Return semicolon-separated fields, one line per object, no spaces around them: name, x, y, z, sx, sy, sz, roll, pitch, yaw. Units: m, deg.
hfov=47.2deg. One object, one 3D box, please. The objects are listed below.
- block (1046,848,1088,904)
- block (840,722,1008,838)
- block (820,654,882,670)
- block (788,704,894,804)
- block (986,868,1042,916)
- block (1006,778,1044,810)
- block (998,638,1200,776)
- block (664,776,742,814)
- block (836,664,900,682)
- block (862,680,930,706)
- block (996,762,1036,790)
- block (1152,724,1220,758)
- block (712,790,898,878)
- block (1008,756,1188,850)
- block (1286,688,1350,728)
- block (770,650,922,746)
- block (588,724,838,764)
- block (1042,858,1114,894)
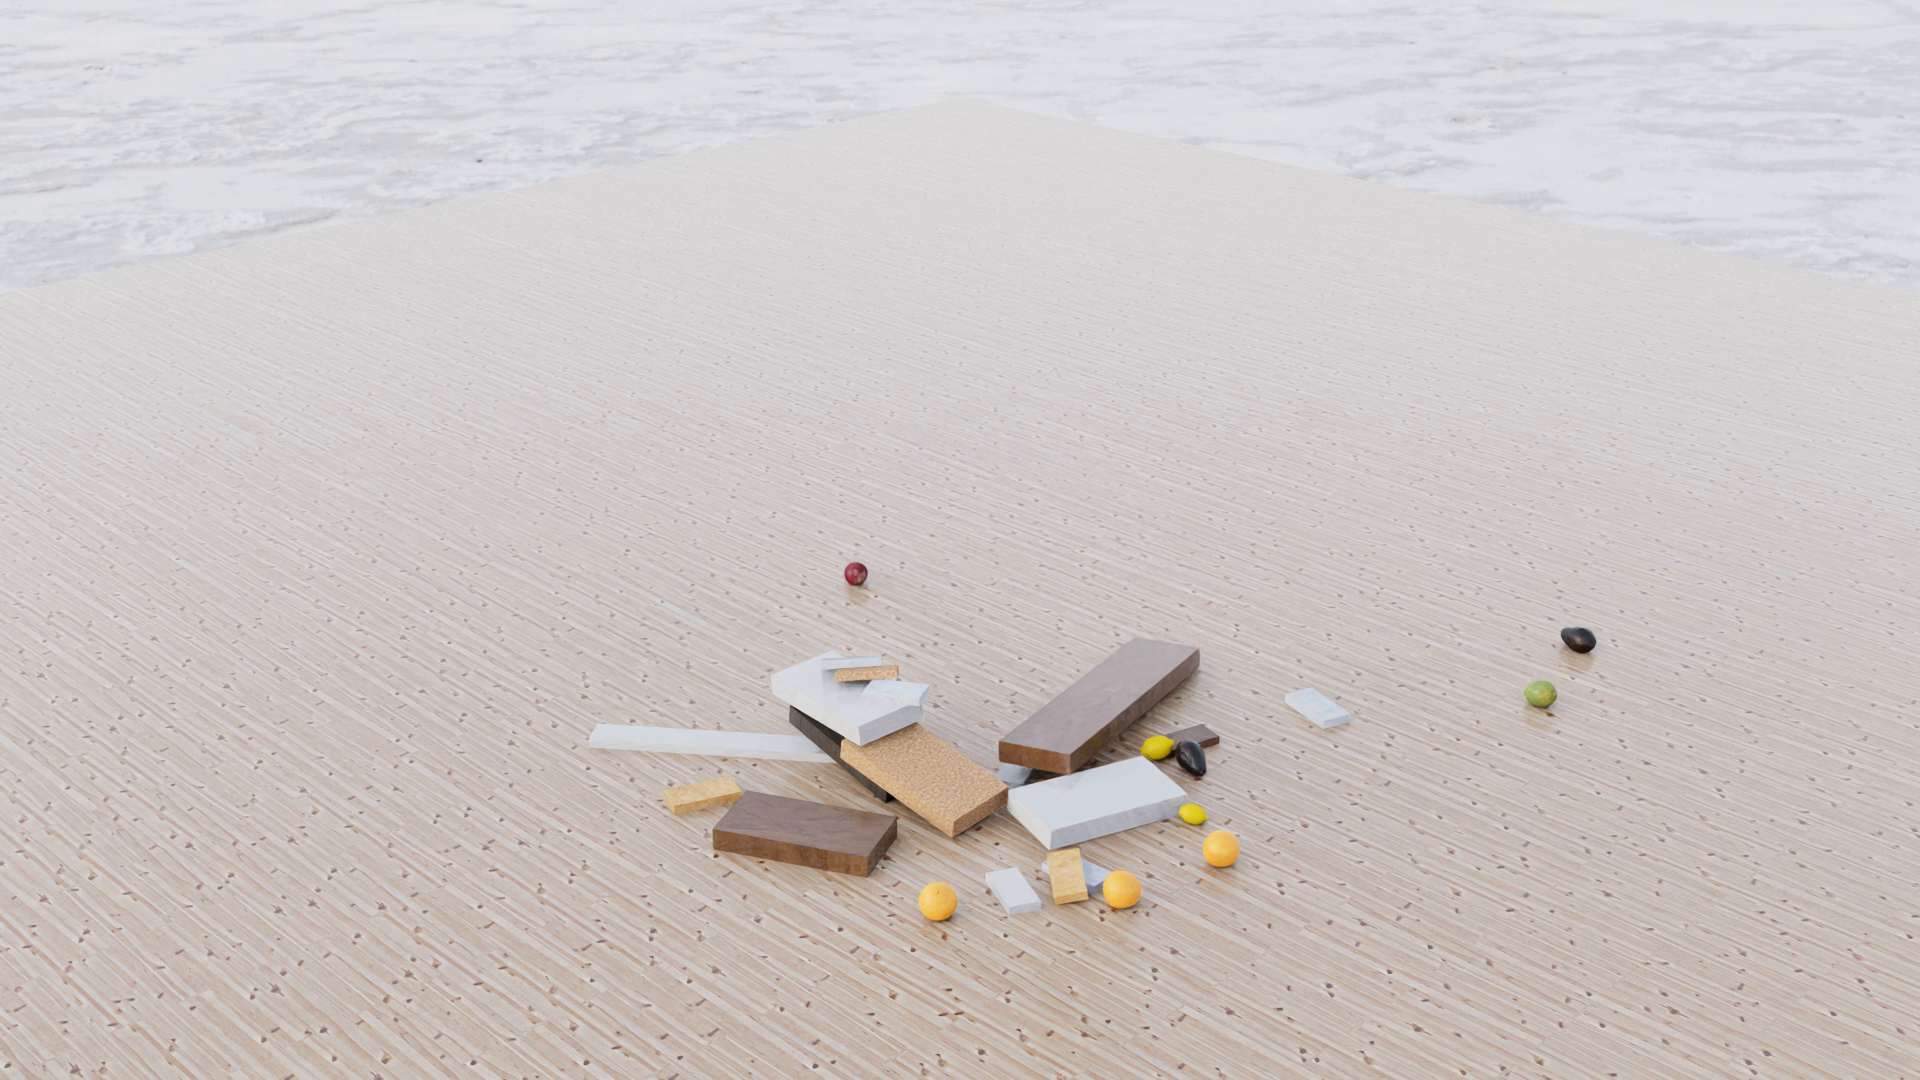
block;0.204;0.640;4.189;0.064;0.018;0.128;-10;33;1
block;-0.074;0.472;4.479;0.321;0.046;0.161;32;42;32
block;-0.231;0.259;4.670;0.129;0.018;0.064;-3;2;-2
block;-0.196;0.418;4.619;0.161;0.046;0.321;-23;44;-36
block;0.101;0.665;4.169;0.064;0.018;0.128;-8;24;-18
block;0.156;0.528;4.493;0.063;0.018;0.126;16;28;34
block;0.315;0.352;4.791;0.162;0.046;0.693;8;20;27
block;-0.527;0.522;4.503;0.143;0.020;0.072;-10;25;-22
block;-0.195;0.279;4.623;0.129;0.018;0.064;-3;6;3
block;-0.132;0.316;4.554;0.126;0.018;0.063;4;25;20
block;0.120;0.484;4.597;0.063;0.018;0.126;8;24;17
block;0.486;0.431;4.721;0.129;0.018;0.064;-13;26;-28
block;-0.305;0.578;4.339;0.325;0.046;0.162;8;24;18
block;0.277;0.527;4.432;0.325;0.046;0.162;-11;29;-28
block;0.790;0.371;4.860;0.072;0.020;0.143;-12;26;-25
block;-0.240;0.329;4.621;0.161;0.046;0.321;-21;29;-33
block;-0.520;0.435;4.709;0.545;0.020;0.072;3;23;7
block;0.227;0.639;4.231;0.128;0.018;0.064;19;30;38
